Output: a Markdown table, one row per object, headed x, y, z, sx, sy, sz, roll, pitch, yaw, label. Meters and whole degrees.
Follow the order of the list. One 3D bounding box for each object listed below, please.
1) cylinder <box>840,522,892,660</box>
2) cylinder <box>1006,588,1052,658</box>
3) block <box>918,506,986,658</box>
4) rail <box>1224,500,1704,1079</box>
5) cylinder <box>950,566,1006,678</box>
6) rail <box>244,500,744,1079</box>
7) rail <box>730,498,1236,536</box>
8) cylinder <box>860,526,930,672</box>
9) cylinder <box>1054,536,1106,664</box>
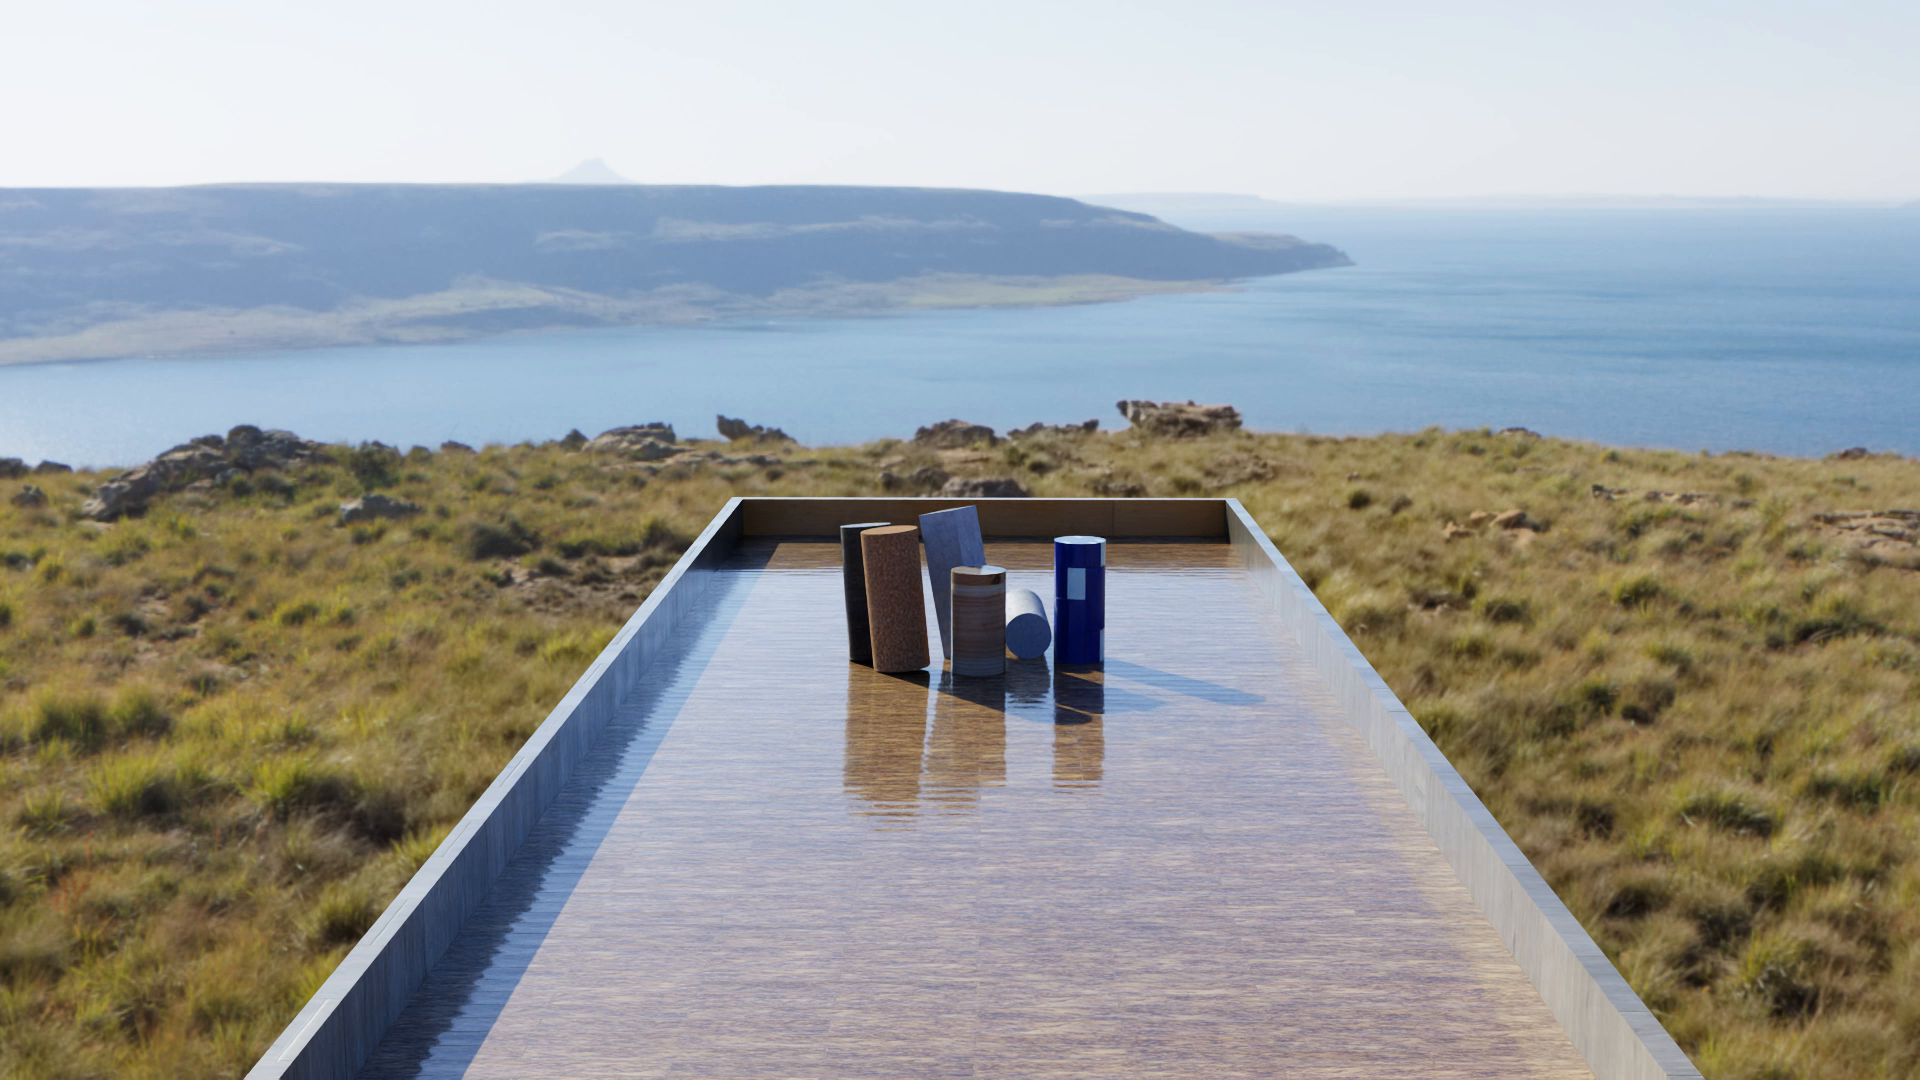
| x | y | z | sx | sy | sz | roll | pitch | yaw | label |
| --- | --- | --- | --- | --- | --- | --- | --- | --- | --- |
| -0.275 | 0.156 | 6.693 | 0.154 | 0.404 | 0.154 | -3 | 4 | 0 | cylinder |
| 0.204 | 0.260 | 6.914 | 0.143 | 0.143 | 0.421 | 0 | 9 | -1 | cylinder |
| 0.000 | 0.127 | 6.733 | 0.128 | 0.444 | 0.128 | -8 | 3 | 33 | block |
| 1.046 | 0.843 | 3.208 | 0.050 | 0.150 | 12.000 | 0 | 9 | 1 | rail |
| 0.055 | 0.240 | 6.515 | 0.163 | 0.307 | 0.163 | 0 | 9 | 0 | cylinder |
| -1.004 | 0.839 | 3.234 | 0.050 | 0.150 | 12.000 | 0 | 9 | 1 | rail |
| 0.099 | -0.098 | 9.147 | 2.100 | 0.150 | 0.050 | 0 | 9 | 1 | rail |
| -0.192 | 0.174 | 6.545 | 0.170 | 0.414 | 0.170 | -5 | 8 | 1 | cylinder |
| 0.364 | 0.181 | 6.696 | 0.156 | 0.367 | 0.156 | 0 | 9 | 0 | cylinder |
